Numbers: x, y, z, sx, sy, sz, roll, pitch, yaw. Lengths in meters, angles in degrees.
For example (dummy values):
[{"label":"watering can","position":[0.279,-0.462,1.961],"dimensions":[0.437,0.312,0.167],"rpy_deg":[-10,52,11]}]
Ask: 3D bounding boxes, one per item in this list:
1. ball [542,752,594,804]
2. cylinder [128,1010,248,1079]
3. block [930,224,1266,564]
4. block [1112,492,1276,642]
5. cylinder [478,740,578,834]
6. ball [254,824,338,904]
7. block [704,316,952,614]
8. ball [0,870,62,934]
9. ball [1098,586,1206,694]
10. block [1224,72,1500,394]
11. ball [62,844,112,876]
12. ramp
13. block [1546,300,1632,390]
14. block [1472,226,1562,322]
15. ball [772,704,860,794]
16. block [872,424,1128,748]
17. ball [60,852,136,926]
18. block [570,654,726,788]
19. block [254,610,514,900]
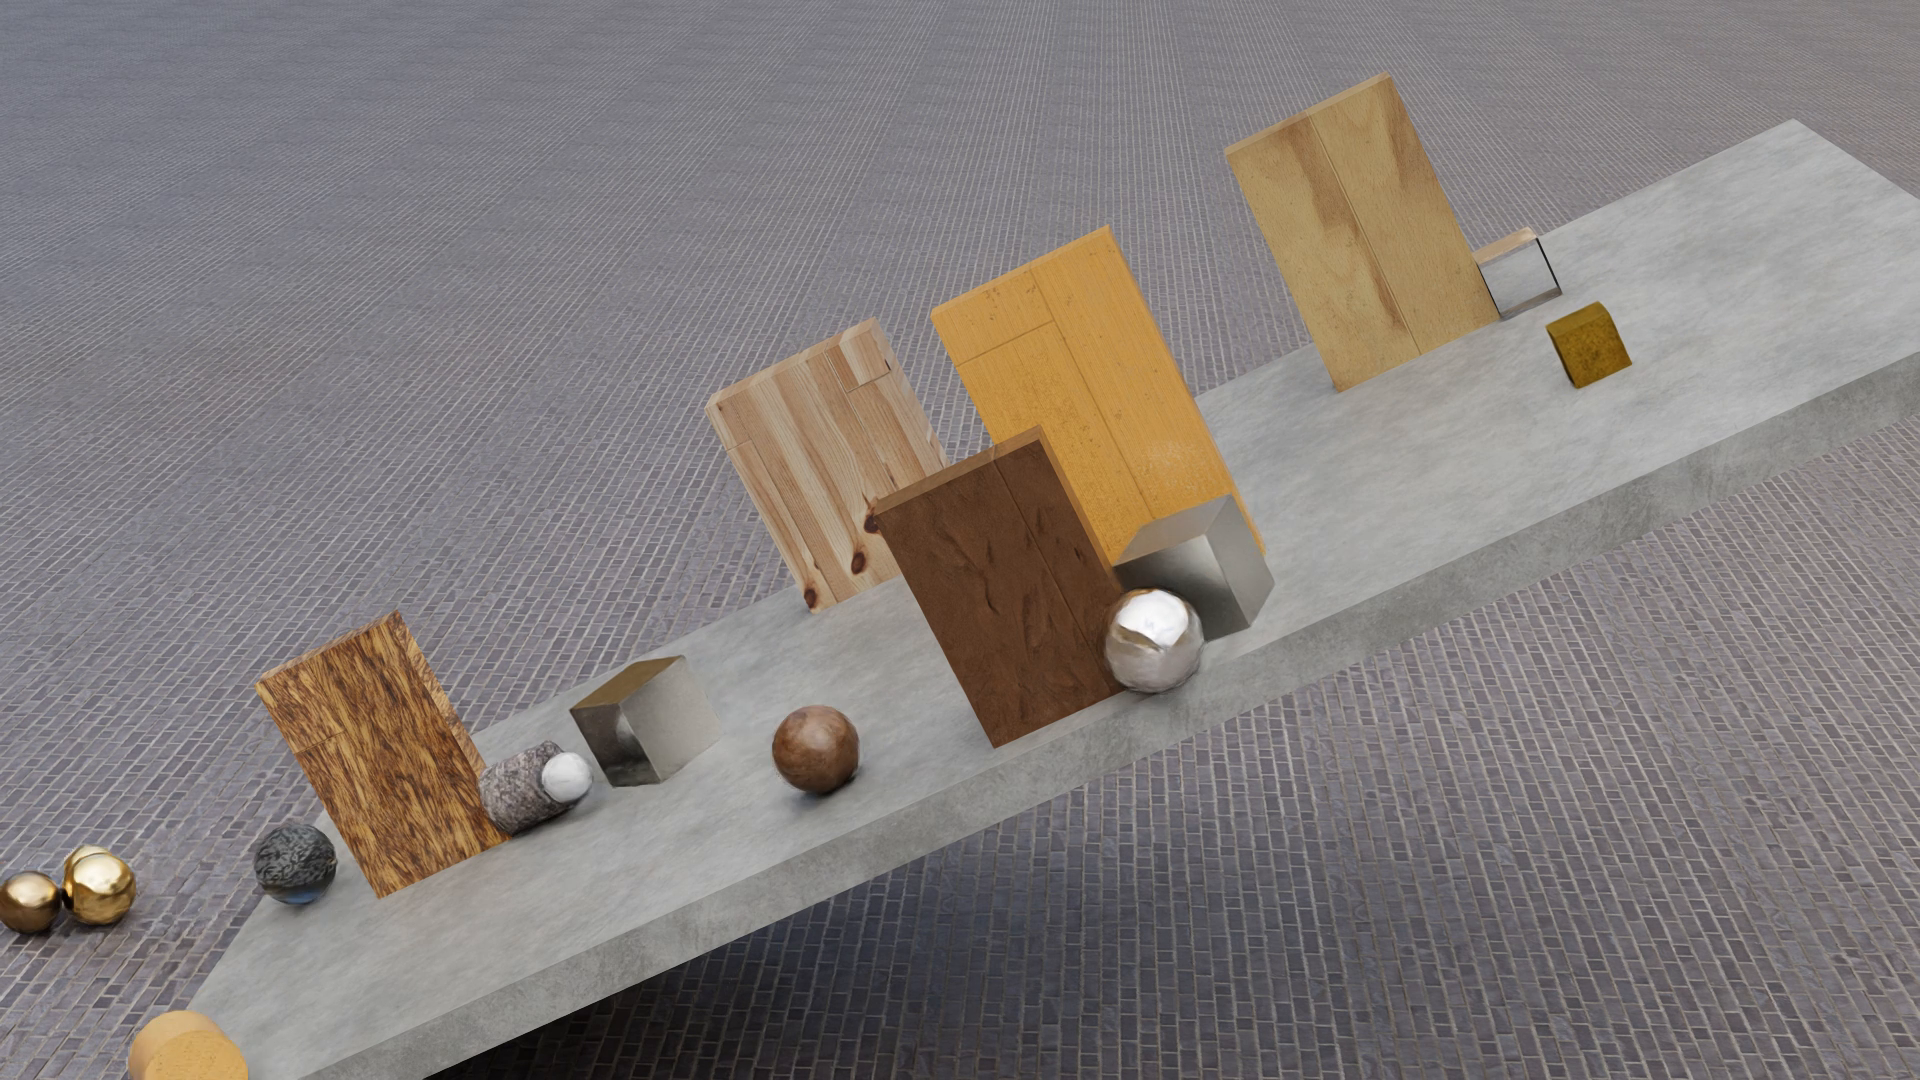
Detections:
[{"label":"ball","position":[-0.837,0.508,6.279],"dimensions":[0.109,0.109,0.109],"rpy_deg":[0,16,0]},{"label":"cylinder","position":[-1.472,1.010,5.604],"dimensions":[0.191,0.191,0.191],"rpy_deg":[-7,6,-24]},{"label":"block","position":[0.271,-0.209,5.698],"dimensions":[0.378,0.705,0.081],"rpy_deg":[-25,14,10]},{"label":"block","position":[0.434,0.066,5.454],"dimensions":[0.196,0.196,0.196],"rpy_deg":[-20,15,27]},{"label":"cylinder","position":[-0.937,0.539,6.397],"dimensions":[0.156,0.156,0.156],"rpy_deg":[-24,10,16]},{"label":"ball","position":[-1.516,0.740,6.716],"dimensions":[0.185,0.185,0.185],"rpy_deg":[0,16,0]},{"label":"block","position":[-0.273,-0.174,6.932],"dimensions":[0.435,0.556,0.147],"rpy_deg":[-25,14,10]},{"label":"ball","position":[-2.210,0.860,6.981],"dimensions":[0.150,0.150,0.150],"rpy_deg":[0,16,0]},{"label":"ball","position":[0.340,0.178,5.230],"dimensions":[0.190,0.190,0.190],"rpy_deg":[0,16,0]},{"label":"block","position":[0.889,-0.678,6.500],"dimensions":[0.392,0.592,0.101],"rpy_deg":[-25,14,10]},{"label":"ball","position":[-2.119,0.811,7.177],"dimensions":[0.133,0.133,0.133],"rpy_deg":[0,16,0]},{"label":"ramp","position":[0.138,0.168,6.281],"dimensions":[4.000,0.100,2.000],"rpy_deg":[-25,14,10]},{"label":"block","position":[1.232,-0.383,5.768],"dimensions":[0.115,0.115,0.115],"rpy_deg":[-25,14,9]},{"label":"block","position":[1.227,-0.588,6.489],"dimensions":[0.140,0.140,0.140],"rpy_deg":[-25,14,9]},{"label":"ball","position":[-0.275,0.400,5.630],"dimensions":[0.169,0.169,0.169],"rpy_deg":[0,16,0]},{"label":"block","position":[0.104,0.087,5.372],"dimensions":[0.332,0.493,0.111],"rpy_deg":[-25,14,10]},{"label":"ball","position":[-2.058,0.833,7.026],"dimensions":[0.173,0.173,0.173],"rpy_deg":[0,16,0]},{"label":"block","position":[-0.674,0.393,6.357],"dimensions":[0.200,0.200,0.200],"rpy_deg":[-37,17,-36]},{"label":"block","position":[-1.247,0.470,6.412],"dimensions":[0.338,0.551,0.083],"rpy_deg":[-25,14,10]}]
